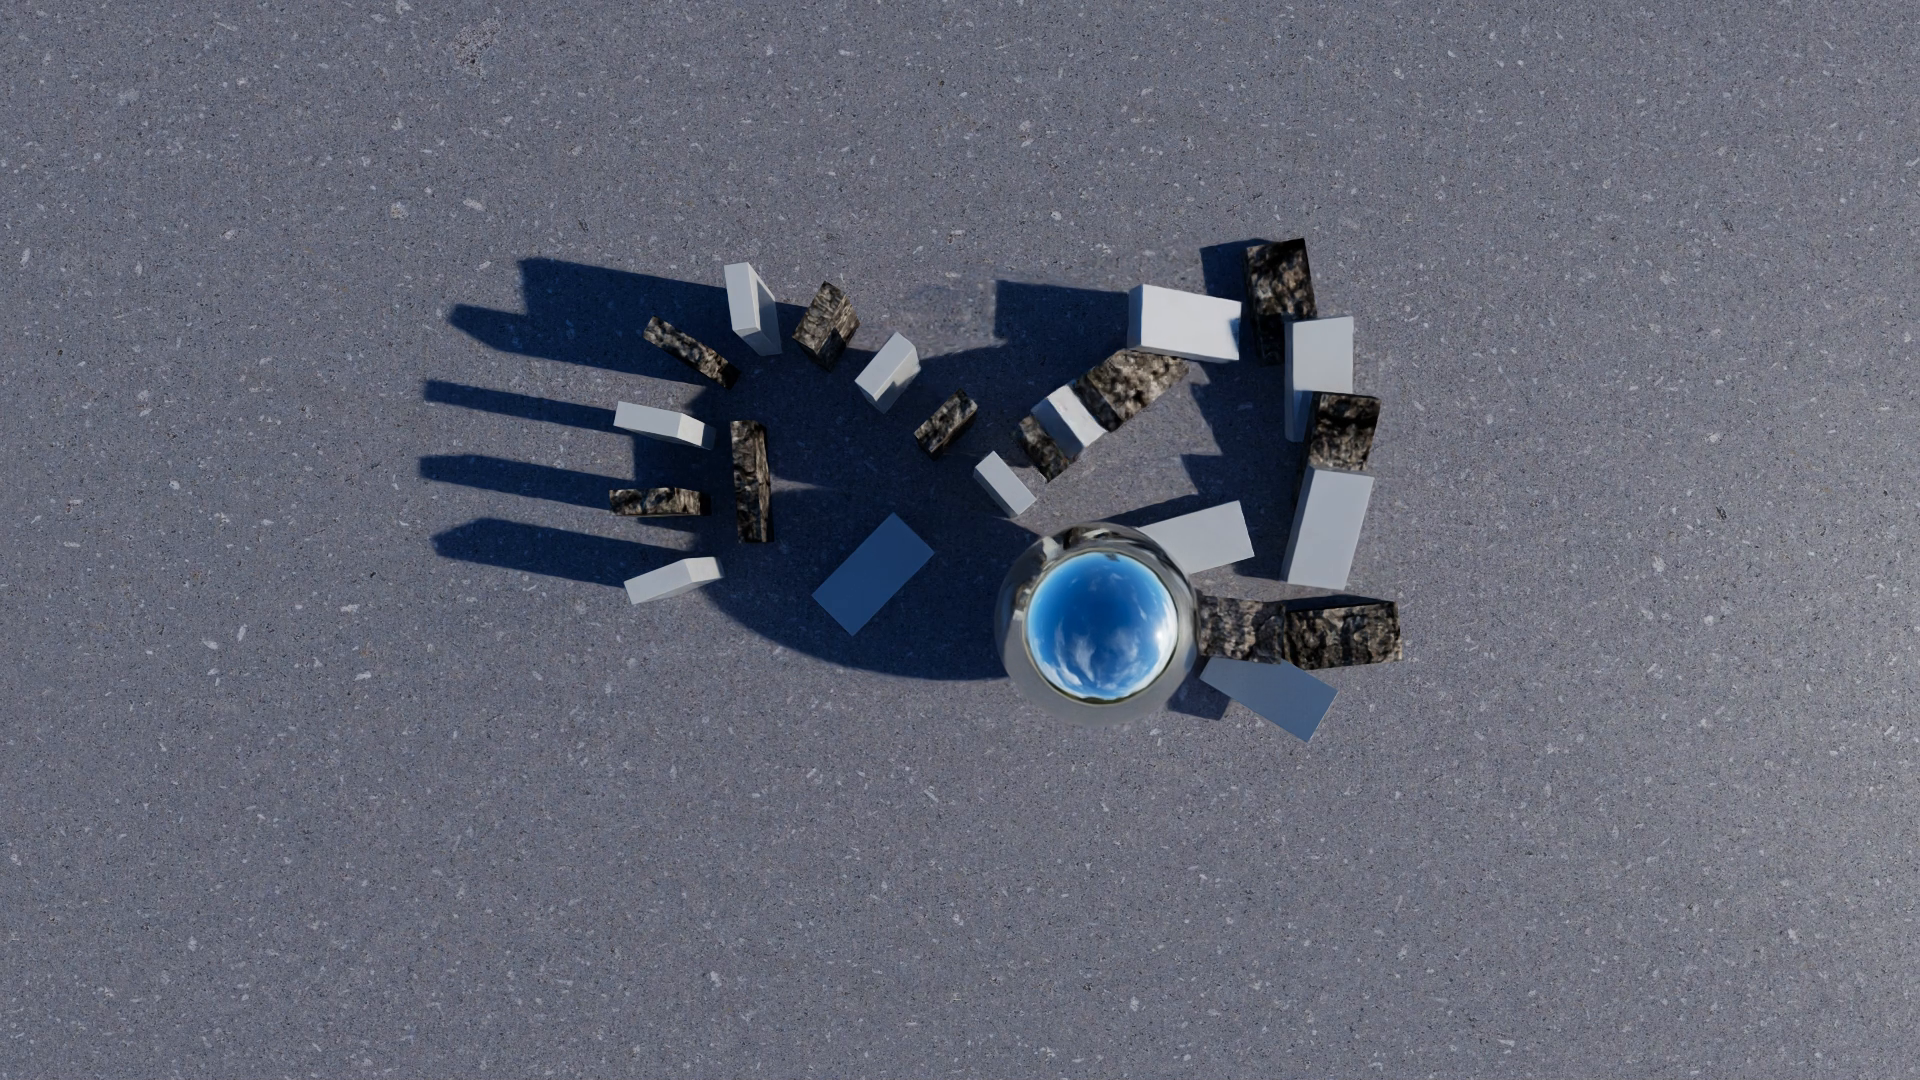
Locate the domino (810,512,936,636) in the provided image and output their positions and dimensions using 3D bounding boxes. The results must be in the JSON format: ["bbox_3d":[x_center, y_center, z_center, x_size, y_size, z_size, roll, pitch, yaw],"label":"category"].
[{"bbox_3d":[-0.037,0.015,0.395,0.025,0.010,0.050,45,90,0],"label":"domino"}]

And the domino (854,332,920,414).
[{"bbox_3d":[-0.029,-0.067,0.375,0.009,0.050,0.025,40,90,0],"label":"domino"}]

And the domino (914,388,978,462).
[{"bbox_3d":[-0.006,-0.046,0.375,0.025,0.050,0.009,-44,90,0],"label":"domino"}]

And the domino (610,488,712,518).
[{"bbox_3d":[-0.121,-0.015,0.375,0.025,0.050,0.009,-3,90,0],"label":"domino"}]

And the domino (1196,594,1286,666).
[{"bbox_3d":[0.110,0.037,0.387,0.050,0.009,0.025,5,84,18],"label":"domino"}]

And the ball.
[{"bbox_3d":[0.054,0.033,0.360,0.080,0.080,0.080,0,90,0],"label":"ball"}]

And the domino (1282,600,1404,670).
[{"bbox_3d":[0.163,0.041,0.395,0.050,0.010,0.025,-6,90,0],"label":"domino"}]

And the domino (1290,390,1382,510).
[{"bbox_3d":[0.159,-0.036,0.388,0.025,0.009,0.050,5,107,-1],"label":"domino"}]

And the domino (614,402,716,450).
[{"bbox_3d":[-0.119,-0.046,0.375,0.025,0.050,0.010,11,90,0],"label":"domino"}]

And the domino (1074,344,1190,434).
[{"bbox_3d":[0.072,-0.068,0.382,0.050,0.010,0.025,-38,90,-33],"label":"domino"}]

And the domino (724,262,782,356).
[{"bbox_3d":[-0.084,-0.093,0.375,0.010,0.050,0.025,-8,90,0],"label":"domino"}]

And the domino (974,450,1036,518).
[{"bbox_3d":[0.017,-0.022,0.375,0.009,0.050,0.025,-42,90,0],"label":"domino"}]

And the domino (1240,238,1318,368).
[{"bbox_3d":[0.139,-0.102,0.395,0.025,0.010,0.050,-10,90,0],"label":"domino"}]

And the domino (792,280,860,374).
[{"bbox_3d":[-0.054,-0.086,0.375,0.009,0.050,0.025,30,90,0],"label":"domino"}]

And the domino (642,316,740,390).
[{"bbox_3d":[-0.109,-0.076,0.375,0.025,0.050,0.010,30,90,0],"label":"domino"}]

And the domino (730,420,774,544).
[{"bbox_3d":[-0.088,-0.024,0.388,0.010,0.025,0.050,-4,90,0],"label":"domino"}]

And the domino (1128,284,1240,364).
[{"bbox_3d":[0.095,-0.090,0.386,0.050,0.010,0.025,3,89,-23],"label":"domino"}]

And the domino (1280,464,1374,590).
[{"bbox_3d":[0.155,-0.005,0.388,0.025,0.009,0.050,7,107,-2],"label":"domino"}]

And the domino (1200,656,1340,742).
[{"bbox_3d":[0.130,0.061,0.387,0.050,0.010,0.025,31,92,19],"label":"domino"}]

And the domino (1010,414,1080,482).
[{"bbox_3d":[0.036,-0.039,0.375,0.009,0.050,0.025,-38,90,16],"label":"domino"}]

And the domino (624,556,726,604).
[{"bbox_3d":[-0.115,0.016,0.375,0.025,0.050,0.010,-20,90,0],"label":"domino"}]

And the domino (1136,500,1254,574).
[{"bbox_3d":[0.098,0.002,0.395,0.050,0.010,0.025,-15,90,0],"label":"domino"}]

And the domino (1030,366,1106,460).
[{"bbox_3d":[0.051,-0.053,0.378,0.025,0.050,0.010,52,129,0],"label":"domino"}]

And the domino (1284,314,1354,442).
[{"bbox_3d":[0.152,-0.068,0.388,0.025,0.009,0.050,-6,106,0],"label":"domino"}]
